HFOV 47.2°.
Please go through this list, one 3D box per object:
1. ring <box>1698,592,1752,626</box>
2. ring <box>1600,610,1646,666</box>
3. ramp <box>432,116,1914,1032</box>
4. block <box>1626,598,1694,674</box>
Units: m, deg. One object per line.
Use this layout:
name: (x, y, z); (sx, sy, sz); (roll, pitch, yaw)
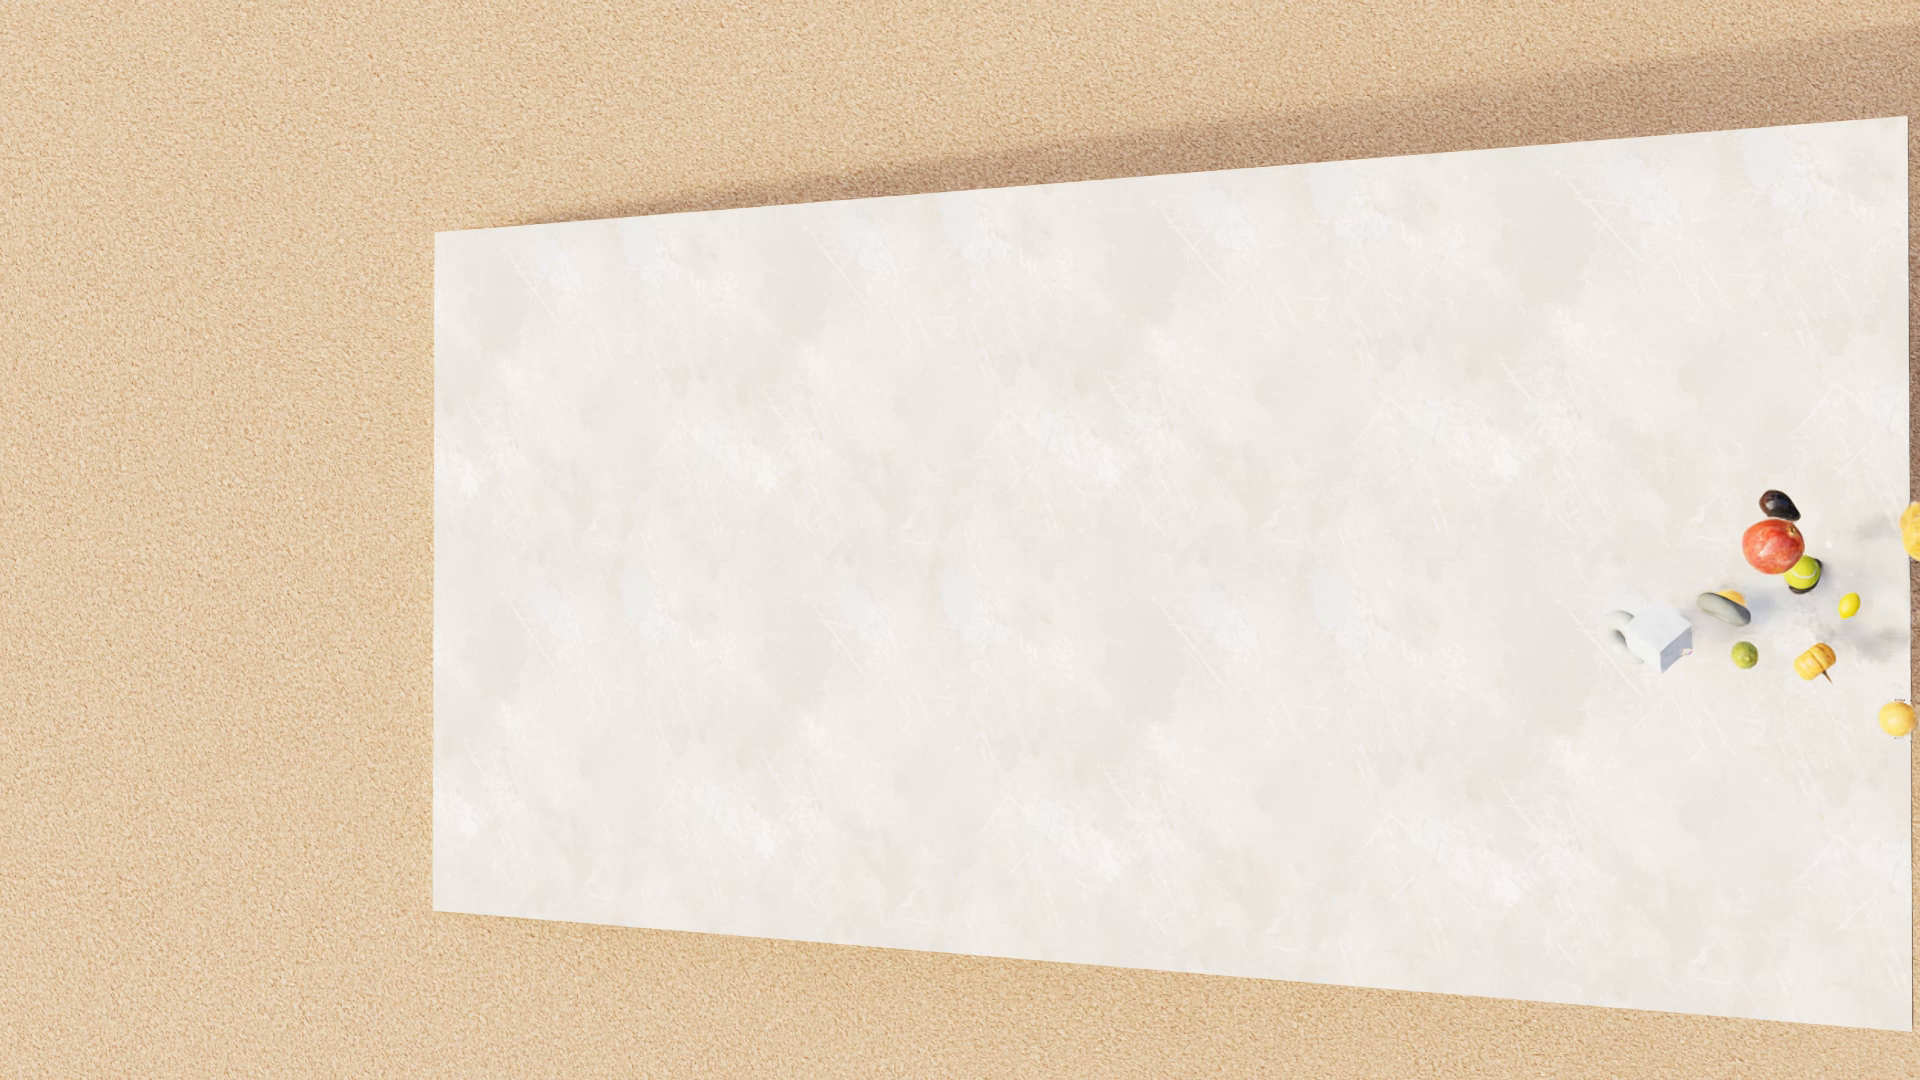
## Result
ring: (1.443, 0.131, 4.153); (0.104, 0.104, 0.035); (26, 89, 0)
ring: (1.485, 0.218, 4.900); (0.046, 0.137, 0.137); (-30, 89, -20)
ramp: (0.282, 0.082, 5.692); (4.000, 0.100, 2.000); (0, 89, 25)
block: (1.515, 0.208, 4.764); (0.096, 0.096, 0.096); (-39, 53, -9)
